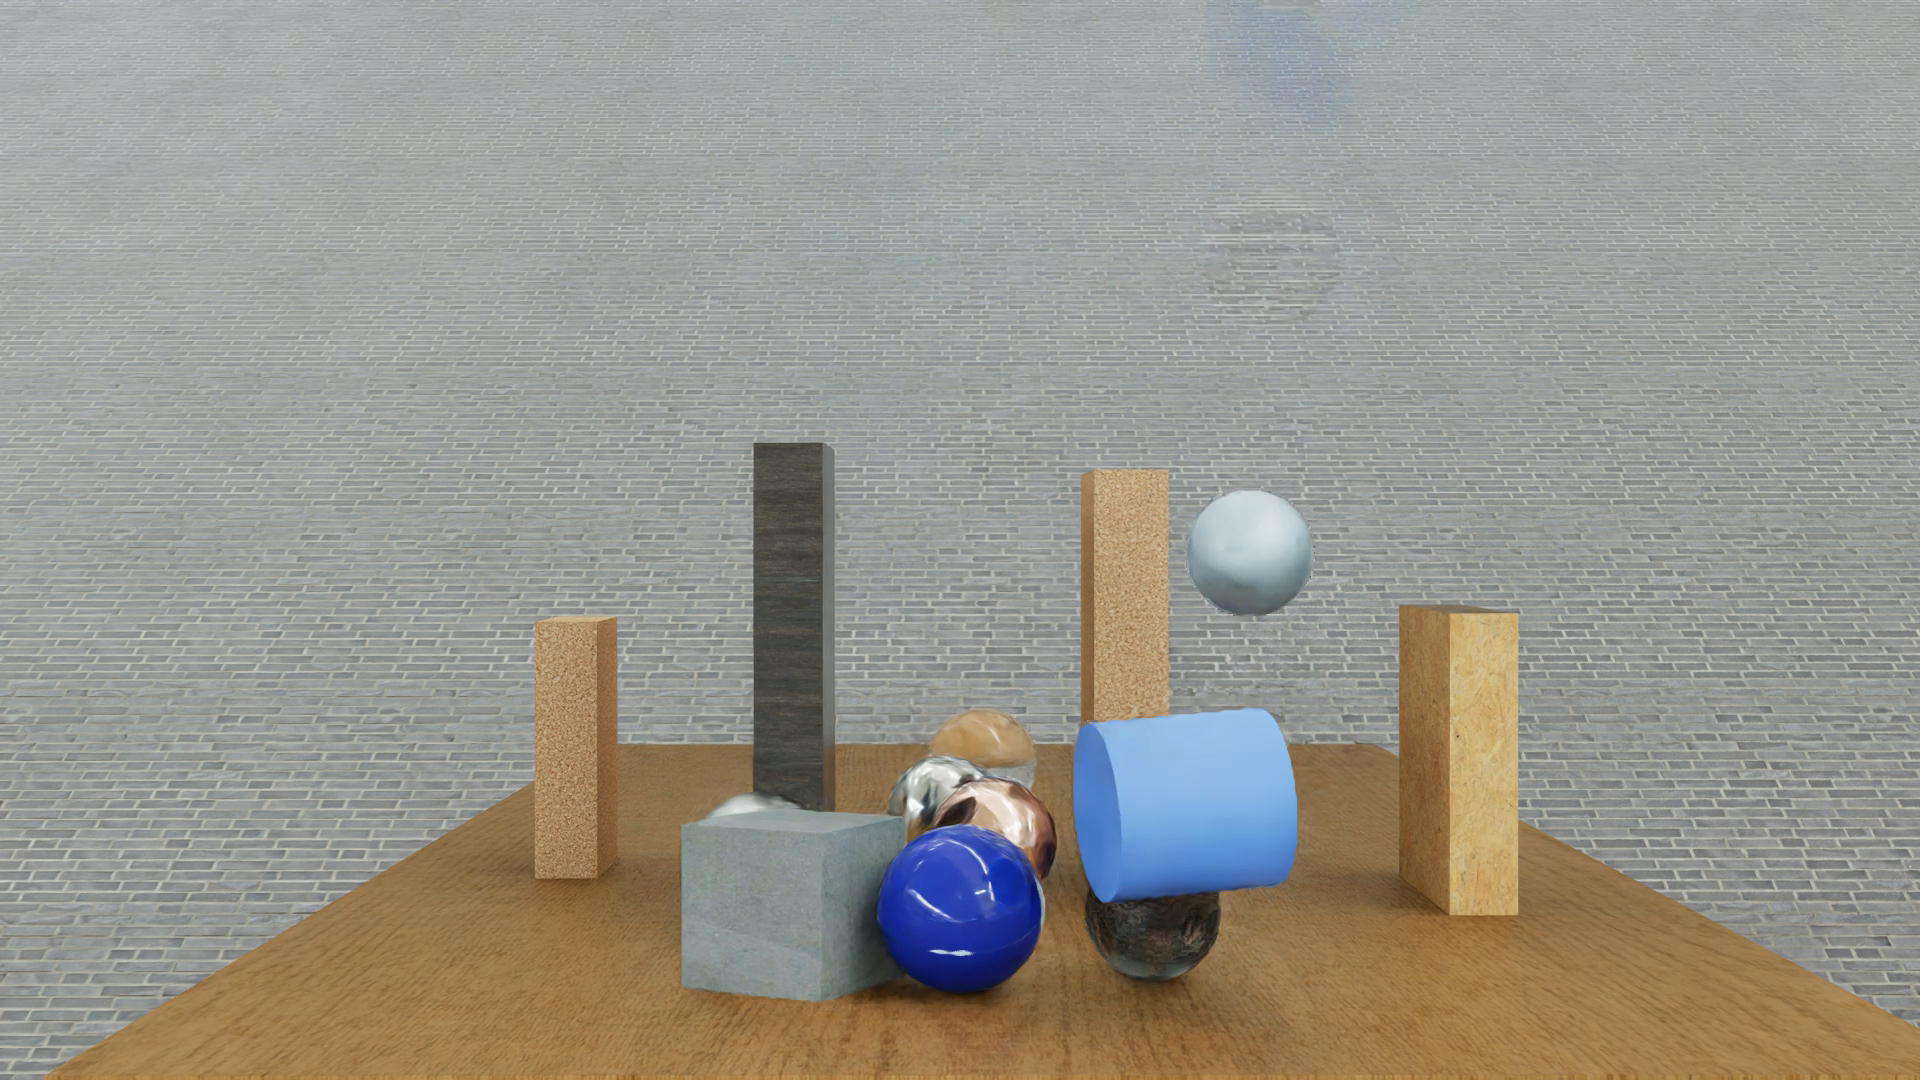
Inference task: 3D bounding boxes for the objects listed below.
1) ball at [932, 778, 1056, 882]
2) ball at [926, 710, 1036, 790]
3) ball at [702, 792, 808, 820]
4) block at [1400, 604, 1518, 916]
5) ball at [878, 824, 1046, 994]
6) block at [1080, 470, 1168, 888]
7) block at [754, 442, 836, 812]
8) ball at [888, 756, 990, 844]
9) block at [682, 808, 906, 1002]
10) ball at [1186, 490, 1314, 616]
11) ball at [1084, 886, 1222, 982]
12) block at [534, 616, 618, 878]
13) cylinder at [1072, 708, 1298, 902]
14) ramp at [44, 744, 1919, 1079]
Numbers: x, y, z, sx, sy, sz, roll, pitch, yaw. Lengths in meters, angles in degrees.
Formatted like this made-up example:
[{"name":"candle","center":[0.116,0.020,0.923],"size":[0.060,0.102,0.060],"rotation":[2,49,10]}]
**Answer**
[{"name":"ball","center":[0.049,0.445,3.819],"size":[0.187,0.187,0.187],"rotation":[0,29,0]},{"name":"ball","center":[0.041,0.428,4.919],"size":[0.210,0.210,0.210],"rotation":[0,29,0]},{"name":"ball","center":[-0.269,0.440,3.469],"size":[0.204,0.204,0.204],"rotation":[0,29,0]},{"name":"block","center":[0.752,0.321,3.927],"size":[0.098,0.434,0.425],"rotation":[0,0,0]},{"name":"ball","center":[0.001,0.442,3.102],"size":[0.201,0.201,0.201],"rotation":[0,29,0]},{"name":"block","center":[0.255,0.216,4.053],"size":[0.110,0.644,0.416],"rotation":[0,0,0]},{"name":"block","center":[-0.238,0.202,3.751],"size":[0.096,0.675,0.353],"rotation":[0,0,0]},{"name":"ball","center":[-0.025,0.444,4.207],"size":[0.186,0.186,0.186],"rotation":[0,29,0]},{"name":"block","center":[-0.202,0.443,3.170],"size":[0.199,0.199,0.199],"rotation":[0,0,28]},{"name":"ball","center":[0.306,0.013,2.734],"size":[0.133,0.133,0.133],"rotation":[0,29,0]},{"name":"ball","center":[0.238,0.458,3.183],"size":[0.168,0.168,0.168],"rotation":[0,29,0]},{"name":"block","center":[-0.626,0.333,4.230],"size":[0.099,0.408,0.245],"rotation":[0,0,0]},{"name":"cylinder","center":[0.259,0.308,3.015],"size":[0.208,0.208,0.208],"rotation":[-4,29,-12]},{"name":"ramp","center":[0.065,0.585,4.633],"size":[2.000,0.100,4.000],"rotation":[0,0,0]}]
